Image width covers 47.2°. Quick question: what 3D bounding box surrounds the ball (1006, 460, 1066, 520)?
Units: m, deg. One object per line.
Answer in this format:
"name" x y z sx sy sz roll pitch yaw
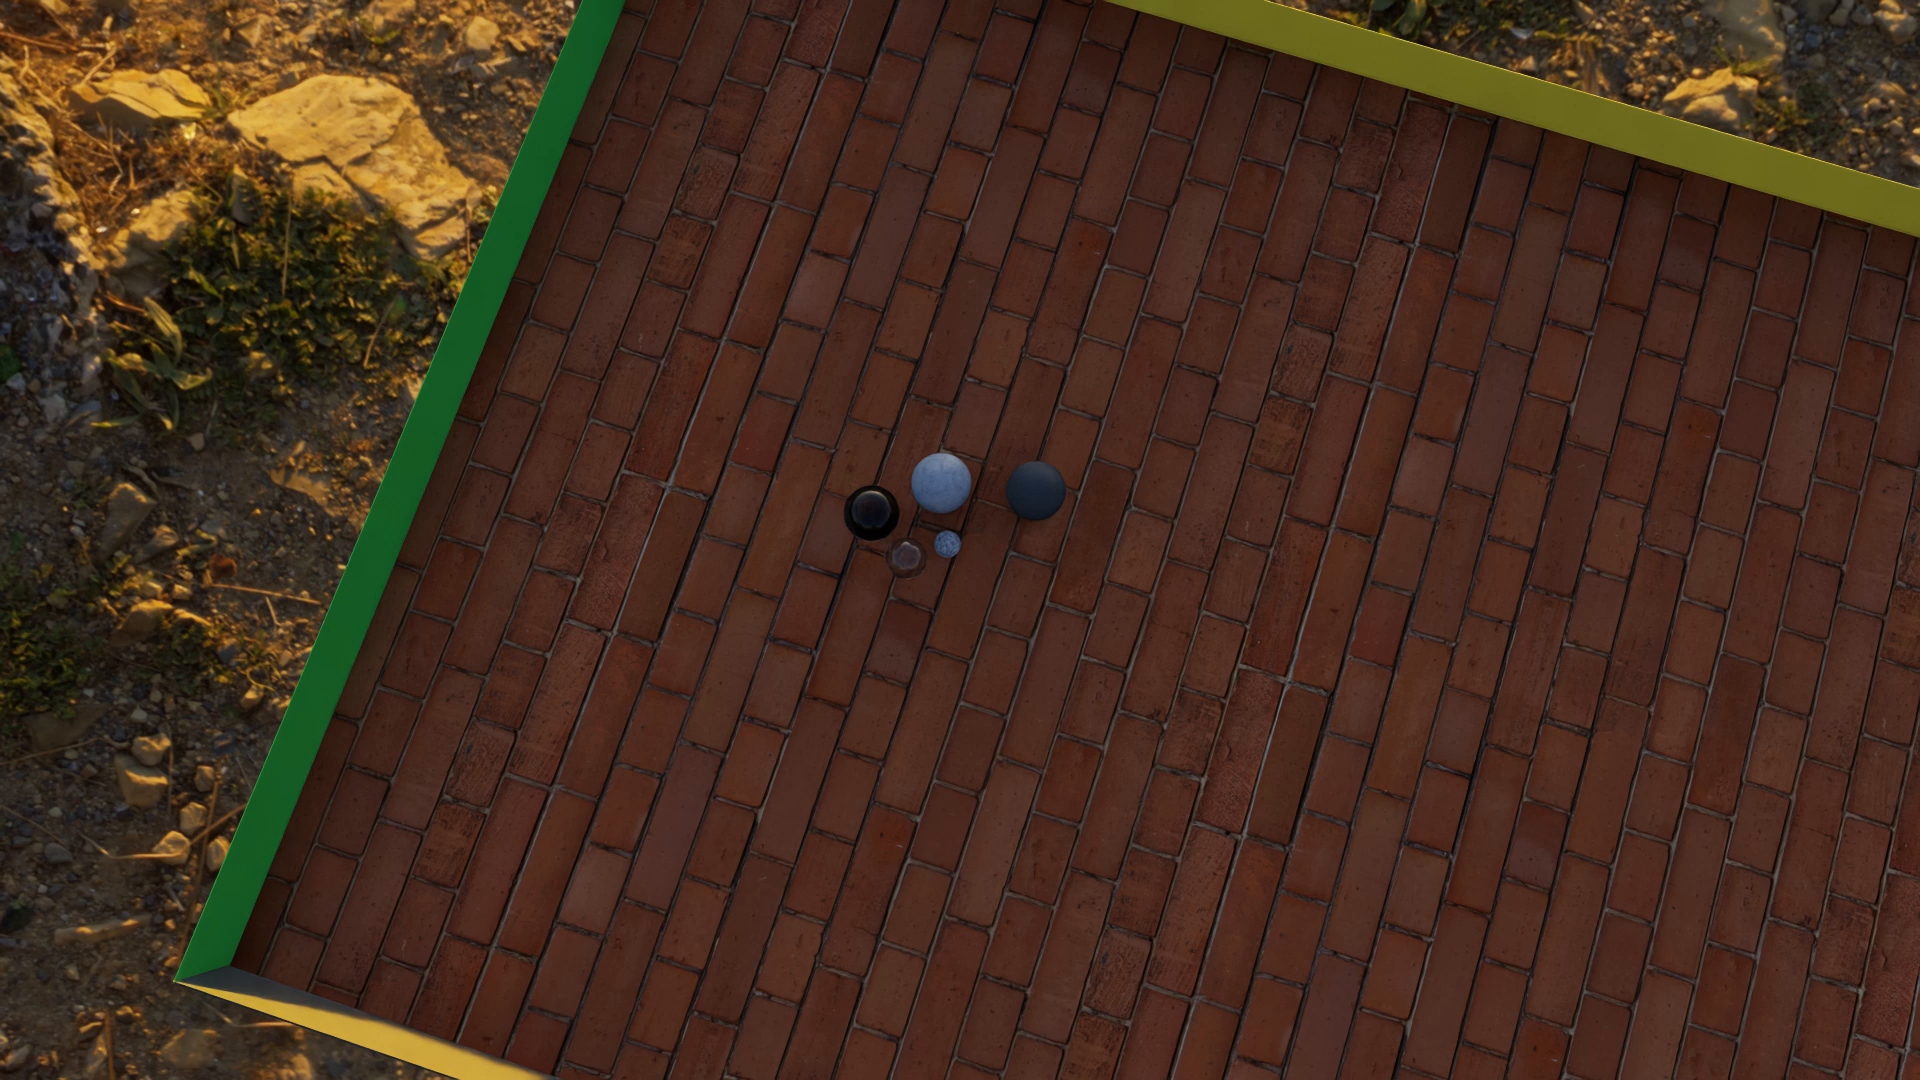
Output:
"ball" 0.116 -0.075 3.371 0.092 0.092 0.092 0 74 0

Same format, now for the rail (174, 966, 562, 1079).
"rail" 0.506 1.123 3.015 3.382 0.121 0.045 17 75 5

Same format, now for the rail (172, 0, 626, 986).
"rail" -0.781 -0.252 3.404 0.045 0.121 1.965 17 75 5

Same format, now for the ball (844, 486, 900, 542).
"ball" -0.135 -0.041 3.364 0.086 0.086 0.086 0 74 0

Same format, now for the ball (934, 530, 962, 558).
"ball" -0.019 0.006 3.373 0.042 0.042 0.042 0 74 0

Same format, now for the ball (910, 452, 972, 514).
"ball" -0.029 -0.087 3.373 0.093 0.093 0.093 0 74 0

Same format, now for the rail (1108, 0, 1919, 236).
"rail" 1.101 -0.631 3.512 3.382 0.121 0.045 17 75 5

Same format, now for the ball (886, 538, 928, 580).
"ball" -0.082 0.028 3.356 0.064 0.064 0.064 0 74 0
